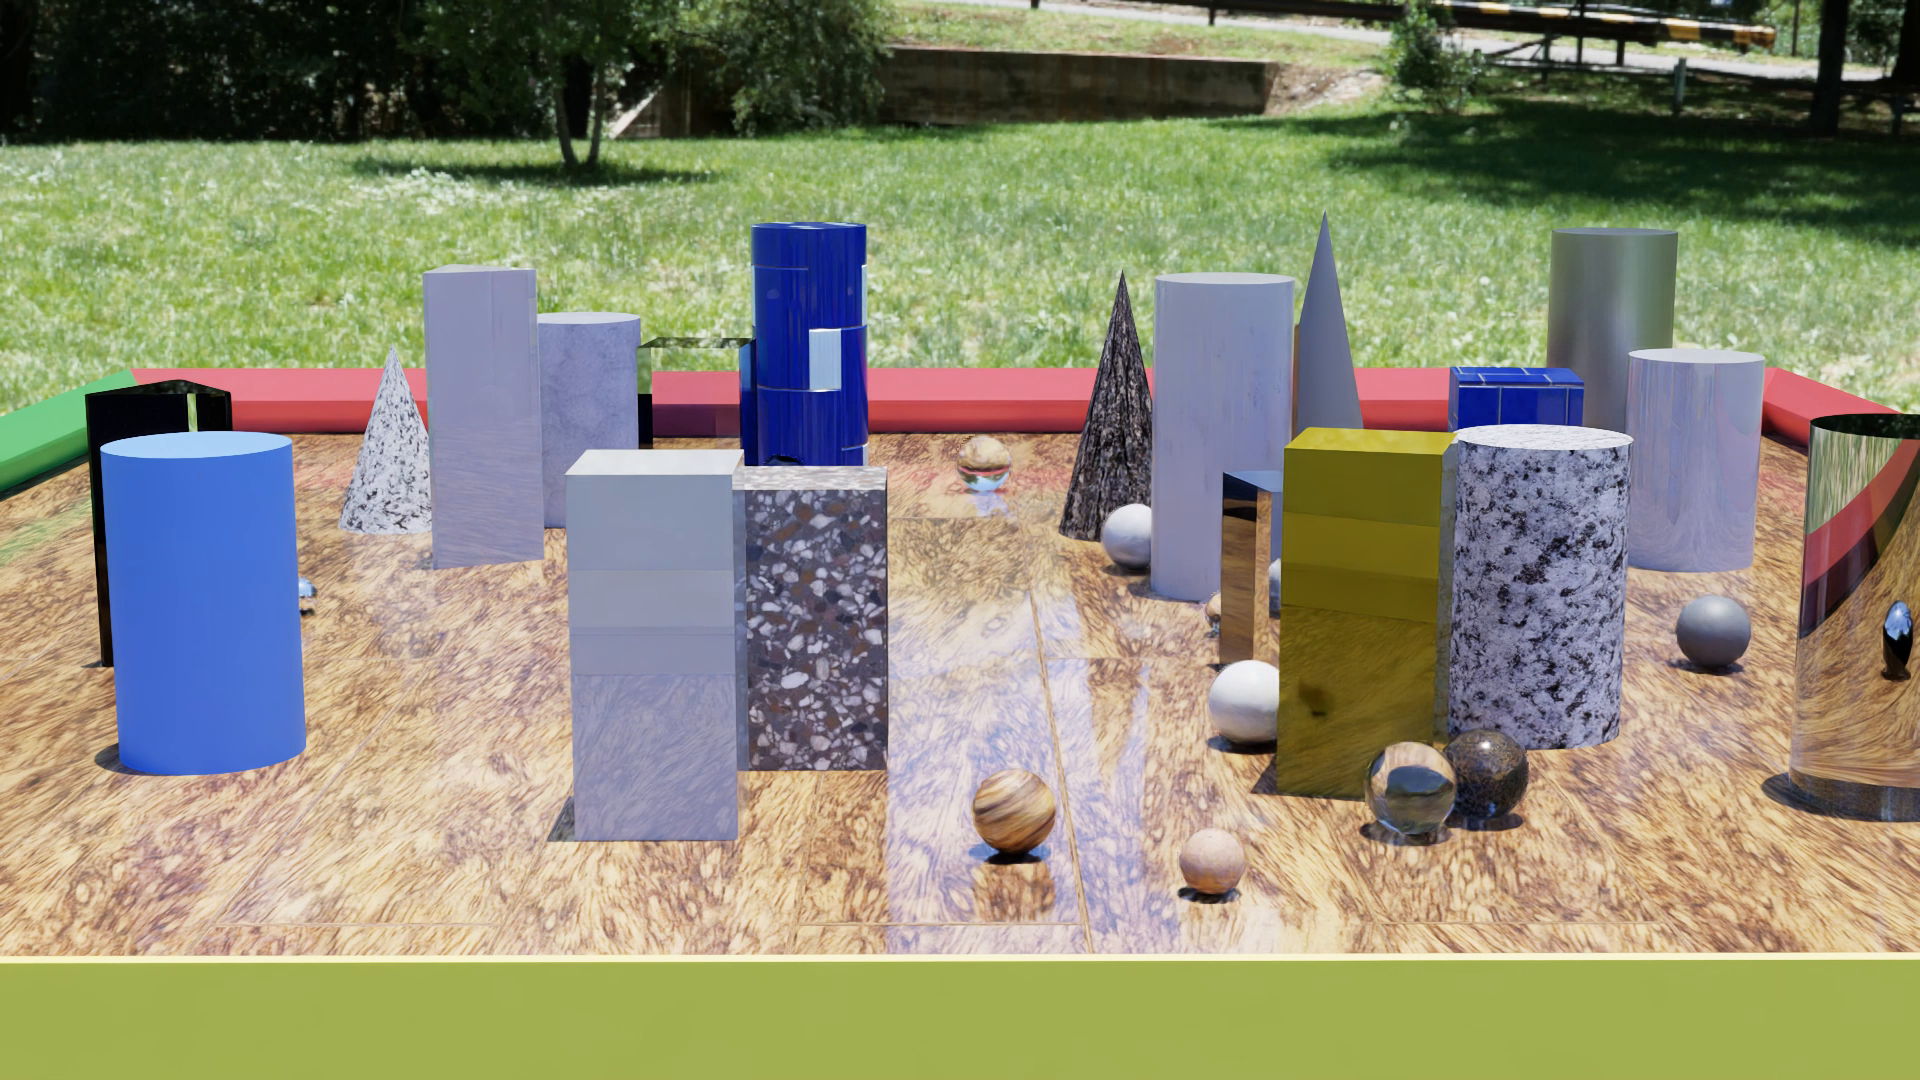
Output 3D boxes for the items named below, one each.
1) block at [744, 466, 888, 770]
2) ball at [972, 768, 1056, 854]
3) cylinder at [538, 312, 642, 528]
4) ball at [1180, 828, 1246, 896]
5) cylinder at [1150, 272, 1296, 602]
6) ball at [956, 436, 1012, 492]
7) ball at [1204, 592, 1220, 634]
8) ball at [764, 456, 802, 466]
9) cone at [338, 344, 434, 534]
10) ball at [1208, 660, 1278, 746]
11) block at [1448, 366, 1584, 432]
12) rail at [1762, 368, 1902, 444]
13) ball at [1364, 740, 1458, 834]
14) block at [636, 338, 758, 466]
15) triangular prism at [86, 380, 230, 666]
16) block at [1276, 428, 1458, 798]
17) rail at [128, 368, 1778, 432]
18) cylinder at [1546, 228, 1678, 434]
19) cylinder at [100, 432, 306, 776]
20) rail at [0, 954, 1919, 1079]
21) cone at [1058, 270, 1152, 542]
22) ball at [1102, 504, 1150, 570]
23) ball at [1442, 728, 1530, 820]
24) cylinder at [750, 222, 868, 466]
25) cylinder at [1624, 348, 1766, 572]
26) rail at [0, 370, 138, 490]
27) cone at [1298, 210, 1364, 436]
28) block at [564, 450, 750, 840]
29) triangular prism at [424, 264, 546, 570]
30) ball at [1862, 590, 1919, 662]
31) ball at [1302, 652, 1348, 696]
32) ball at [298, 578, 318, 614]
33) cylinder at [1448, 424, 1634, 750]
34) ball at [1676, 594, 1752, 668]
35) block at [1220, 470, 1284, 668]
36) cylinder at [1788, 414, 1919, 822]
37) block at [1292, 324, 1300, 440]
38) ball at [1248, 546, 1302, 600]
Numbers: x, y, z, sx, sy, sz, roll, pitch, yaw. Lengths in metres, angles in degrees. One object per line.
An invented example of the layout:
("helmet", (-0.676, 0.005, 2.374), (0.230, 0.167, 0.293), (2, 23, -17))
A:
("block", (-0.155, 0.080, 2.728), (0.155, 0.297, 0.155), (0, 11, -1))
("ball", (0.050, 0.253, 2.394), (0.079, 0.079, 0.079), (0, 11, 0))
("cylinder", (-0.609, -0.196, 4.137), (0.193, 0.326, 0.193), (0, 11, 0))
("ball", (0.224, 0.285, 2.276), (0.059, 0.059, 0.059), (0, 11, 0))
("cylinder", (0.364, -0.146, 3.567), (0.193, 0.436, 0.193), (0, 11, 0))
("ball", (0.041, -0.131, 4.419), (0.095, 0.095, 0.095), (0, 11, 0))
("ball", (0.344, 0.095, 3.308), (0.057, 0.057, 0.057), (0, 11, 0))
("ball", (-0.288, -0.098, 4.192), (0.079, 0.079, 0.079), (0, 11, 0))
("cone", (-0.899, -0.170, 4.088), (0.193, 0.292, 0.193), (0, 11, 0))
("ball", (0.315, 0.176, 2.774), (0.092, 0.092, 0.092), (0, 11, 0))
("block", (0.716, -0.051, 3.340), (0.155, 0.331, 0.155), (1, 11, 6))
("rail", (1.625, 0.031, 3.458), (0.045, 0.126, 3.436), (0, 11, 0))
("ball", (0.431, 0.237, 2.454), (0.089, 0.089, 0.089), (0, 11, 0))
("block", (-0.399, -0.149, 3.932), (0.155, 0.308, 0.155), (1, 11, 5))
("triangular prism", (-0.975, -0.025, 3.188), (0.167, 0.335, 0.145), (-1, 11, -7))
("block", (0.416, 0.073, 2.618), (0.155, 0.352, 0.155), (3, 11, 16))
("rail", (-0.010, -0.277, 5.115), (3.298, 0.126, 0.045), (0, 11, 0))
("cylinder", (1.031, -0.257, 4.081), (0.193, 0.466, 0.193), (0, 11, 0))
("cylinder", (-0.801, 0.063, 2.724), (0.193, 0.332, 0.193), (0, 11, 0))
("rail", (0.010, 0.342, 1.783), (3.298, 0.126, 0.045), (0, 11, 0))
("cone", (0.251, -0.216, 4.002), (0.193, 0.414, 0.193), (0, 11, 0))
("ball", (0.255, -0.004, 3.730), (0.097, 0.097, 0.097), (0, 11, 0))
("ball", (0.510, 0.228, 2.501), (0.089, 0.089, 0.089), (0, 11, 0))
("cylinder", (-0.251, -0.294, 4.288), (0.193, 0.462, 0.193), (0, 11, 0))
("cylinder", (1.079, -0.121, 3.788), (0.193, 0.304, 0.193), (0, 11, 0))
("rail", (-1.625, 0.034, 3.440), (0.045, 0.126, 3.436), (0, 11, 0))
("cone", (0.634, -0.341, 4.499), (0.193, 0.478, 0.193), (0, 11, 0))
("block", (-0.289, 0.098, 2.480), (0.155, 0.352, 0.155), (0, 11, -1))
("triangular prism", (-0.725, -0.188, 3.805), (0.167, 0.431, 0.145), (-5, 12, -27))
("ball", (1.158, 0.106, 3.155), (0.090, 0.090, 0.090), (0, 11, 0))
("ball", (0.426, 0.156, 2.991), (0.052, 0.052, 0.052), (0, 11, 0))
("ball", (-0.884, 0.075, 3.435), (0.048, 0.048, 0.048), (0, 11, 0))
("cylinder", (0.634, 0.048, 2.824), (0.193, 0.326, 0.193), (0, 11, 0))
("ball", (0.919, 0.111, 3.130), (0.089, 0.089, 0.089), (0, 11, 0))
("block", (0.414, 0.045, 3.078), (0.155, 0.239, 0.155), (-3, 11, -15))
("cylinder", (0.938, 0.072, 2.558), (0.193, 0.375, 0.193), (0, 11, 0))
("block", (0.472, -0.205, 4.261), (0.155, 0.298, 0.155), (3, 11, 16))
("ball", (0.428, 0.044, 3.484), (0.073, 0.073, 0.073), (0, 11, 0))
